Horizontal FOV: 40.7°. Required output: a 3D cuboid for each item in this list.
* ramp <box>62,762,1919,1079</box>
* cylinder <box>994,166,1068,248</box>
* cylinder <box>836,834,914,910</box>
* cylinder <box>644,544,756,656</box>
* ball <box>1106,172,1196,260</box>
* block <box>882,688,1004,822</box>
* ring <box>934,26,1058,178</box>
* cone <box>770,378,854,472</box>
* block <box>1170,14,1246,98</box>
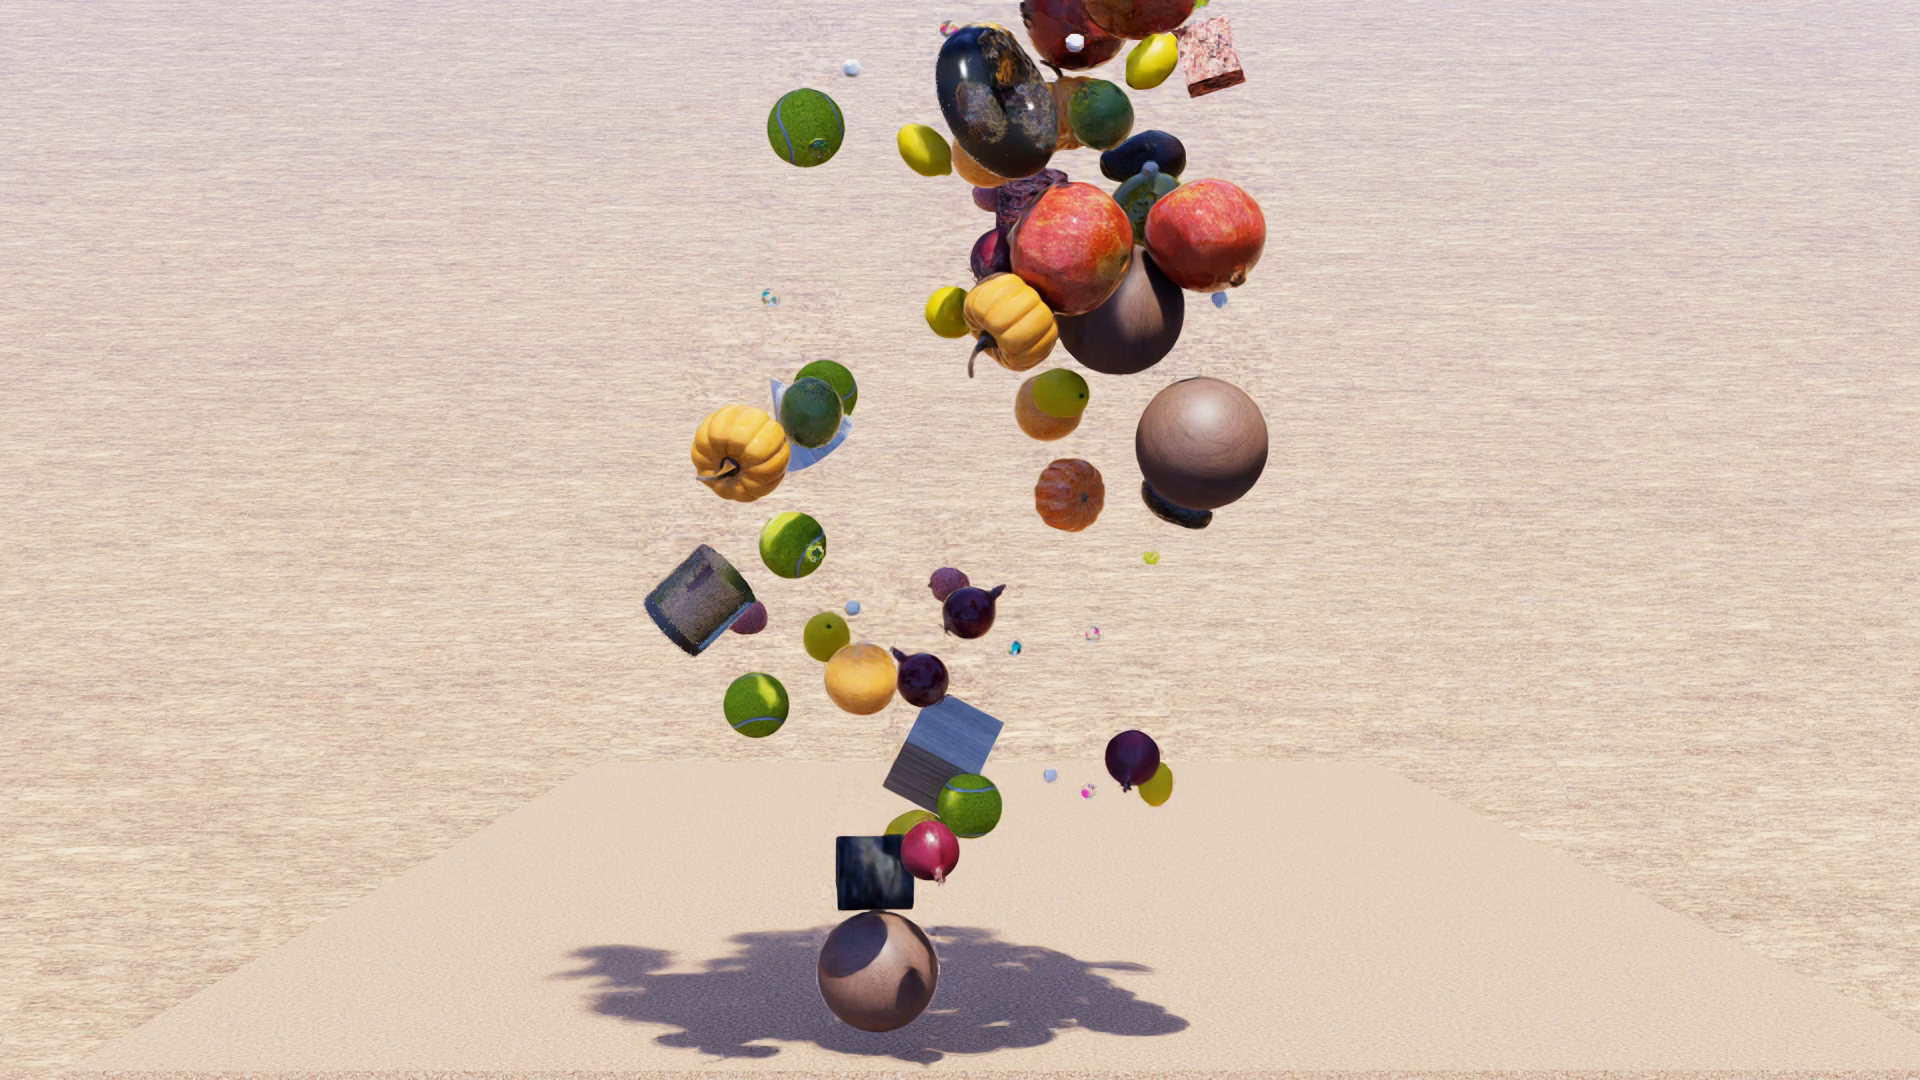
[{"bbox_3d":[0.069,0.611,4.683,2.000,0.100,4.000,0,0,0],"label":"ramp"},{"bbox_3d":[0.074,-0.350,2.717,0.072,0.072,0.072,3,20,-1],"label":"cylinder"},{"bbox_3d":[-0.092,0.358,2.789,0.080,0.080,0.080,-1,31,-5],"label":"cylinder"},{"bbox_3d":[-0.254,0.059,2.525,0.077,0.077,0.077,-43,34,8],"label":"cylinder"},{"bbox_3d":[0.195,-0.330,2.638,0.091,0.091,0.091,0,31,0],"label":"ball"},{"bbox_3d":[-0.020,0.249,3.002,0.092,0.092,0.092,27,45,1],"label":"block"},{"bbox_3d":[0.032,-0.384,2.273,0.048,0.143,0.143,-24,17,34],"label":"ring"},{"bbox_3d":[-0.162,-0.127,2.523,0.085,0.085,0.085,-29,25,15],"label":"cone"},{"bbox_3d":[0.235,-0.457,2.451,0.054,0.054,0.054,-16,-6,9],"label":"block"}]
